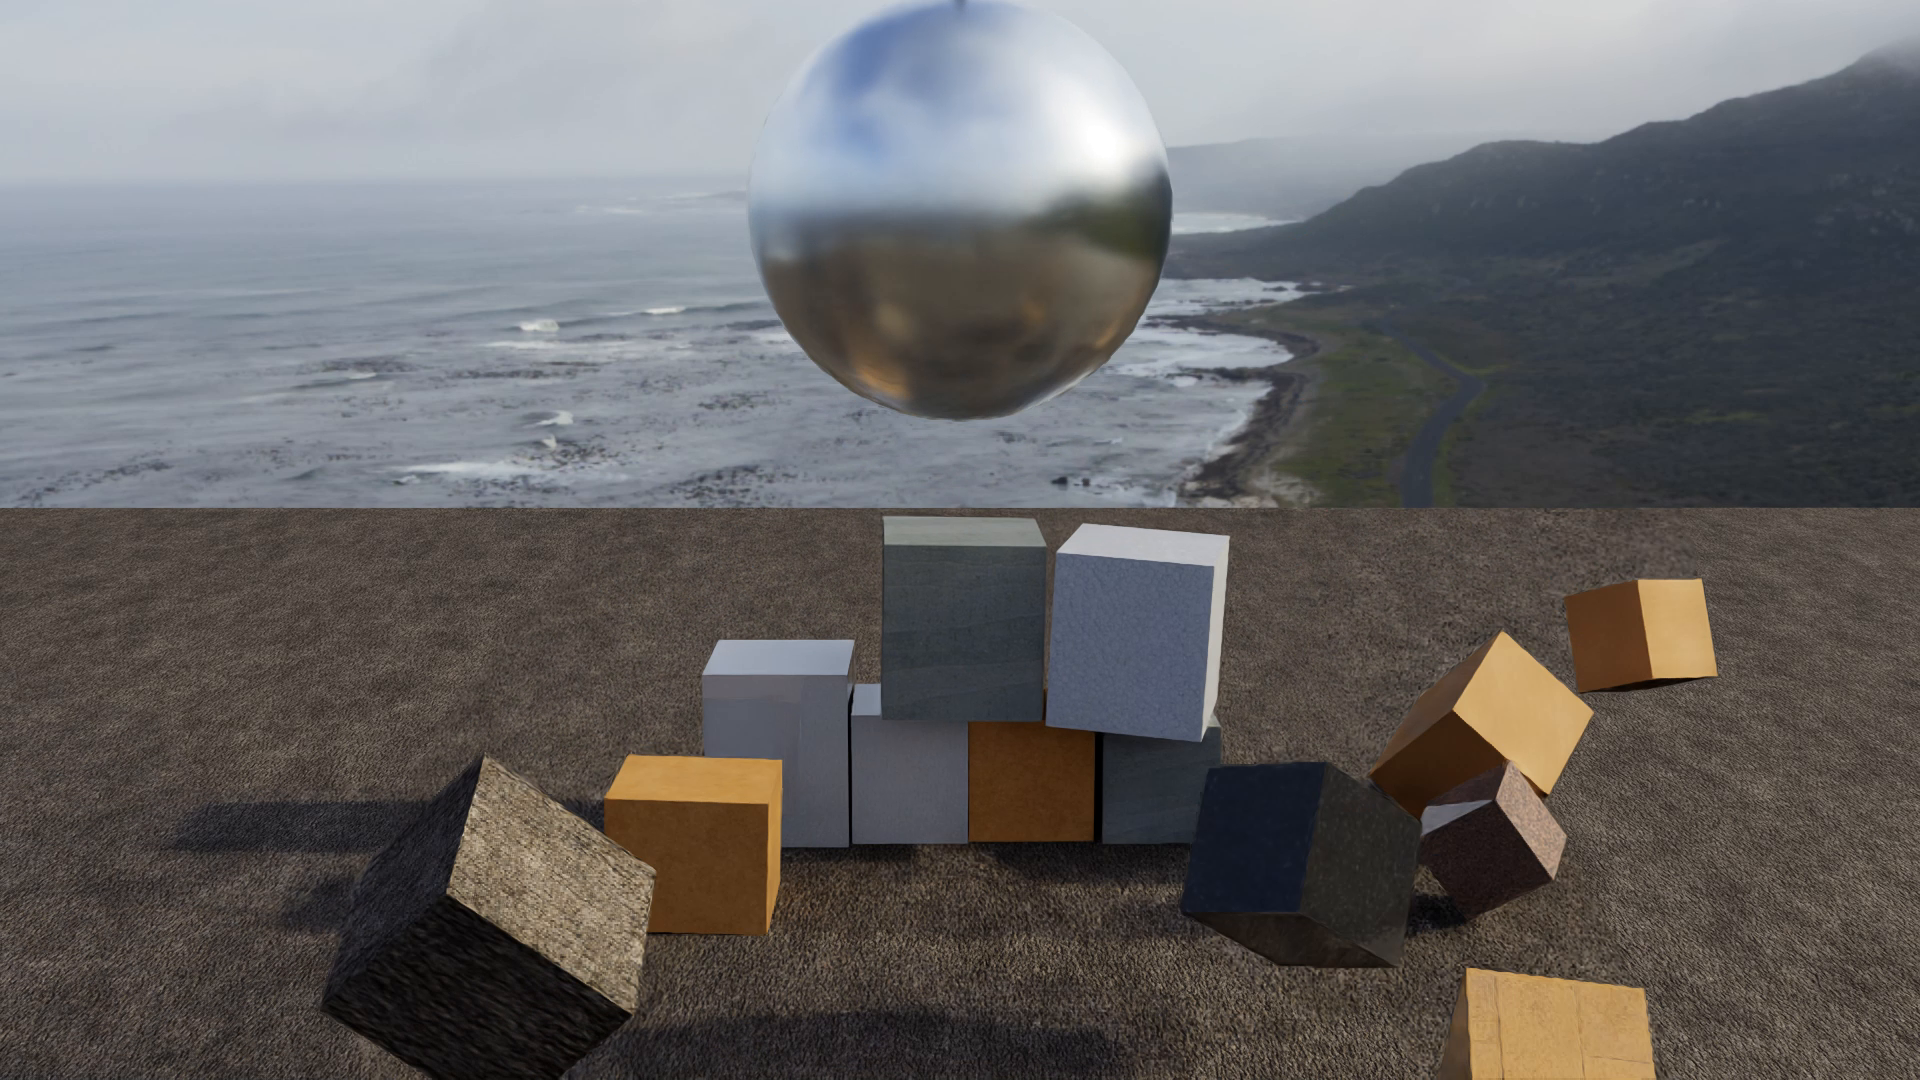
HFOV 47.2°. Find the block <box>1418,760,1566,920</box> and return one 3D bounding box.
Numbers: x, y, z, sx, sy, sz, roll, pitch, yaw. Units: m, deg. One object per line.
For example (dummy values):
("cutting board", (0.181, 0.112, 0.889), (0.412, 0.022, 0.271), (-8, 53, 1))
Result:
("block", (2.421, 1.370, 10.061), (0.462, 0.451, 0.420), (-34, 4, 30))

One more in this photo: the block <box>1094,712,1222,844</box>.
("block", (1.004, 1.177, 11.393), (0.592, 0.607, 0.658), (0, 10, -2))

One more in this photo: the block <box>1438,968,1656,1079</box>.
("block", (1.879, 1.813, 7.097), (0.566, 0.607, 0.518), (6, 39, 5))

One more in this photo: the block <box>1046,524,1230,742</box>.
("block", (0.911, 0.449, 11.139), (0.770, 0.874, 0.899), (5, 10, 11))

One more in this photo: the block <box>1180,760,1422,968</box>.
("block", (1.308, 1.247, 8.388), (0.556, 0.579, 0.650), (-10, -33, 45))

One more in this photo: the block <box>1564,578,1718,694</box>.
("block", (3.650, 0.517, 11.805), (0.509, 0.527, 0.508), (0, -12, -33))

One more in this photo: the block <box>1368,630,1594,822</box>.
("block", (2.577, 1.010, 10.886), (0.680, 0.603, 0.703), (-46, -3, -43))

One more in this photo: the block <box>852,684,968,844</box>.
("block", (-0.257, 1.148, 11.373), (0.585, 0.672, 0.639), (0, 10, -1))

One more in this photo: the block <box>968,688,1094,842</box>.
("block", (0.358, 1.158, 11.405), (0.633, 0.641, 0.626), (0, 10, -1))

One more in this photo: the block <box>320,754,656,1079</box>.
("block", (-1.573, 1.343, 7.441), (0.756, 0.676, 0.723), (39, 23, -22))

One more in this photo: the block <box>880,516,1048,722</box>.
("block", (0.003, 0.388, 11.201), (0.794, 0.884, 0.819), (1, 10, -3))

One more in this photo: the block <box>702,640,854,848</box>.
("block", (-0.920, 1.038, 11.367), (0.720, 0.891, 0.774), (0, 10, 0))

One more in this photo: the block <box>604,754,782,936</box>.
("block", (-1.218, 1.394, 10.122), (0.727, 0.613, 0.708), (2, 10, 0))

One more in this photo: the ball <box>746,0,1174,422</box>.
("ball", (0.000, -1.247, 8.292), (1.600, 1.600, 1.600), (0, 10, 0))
